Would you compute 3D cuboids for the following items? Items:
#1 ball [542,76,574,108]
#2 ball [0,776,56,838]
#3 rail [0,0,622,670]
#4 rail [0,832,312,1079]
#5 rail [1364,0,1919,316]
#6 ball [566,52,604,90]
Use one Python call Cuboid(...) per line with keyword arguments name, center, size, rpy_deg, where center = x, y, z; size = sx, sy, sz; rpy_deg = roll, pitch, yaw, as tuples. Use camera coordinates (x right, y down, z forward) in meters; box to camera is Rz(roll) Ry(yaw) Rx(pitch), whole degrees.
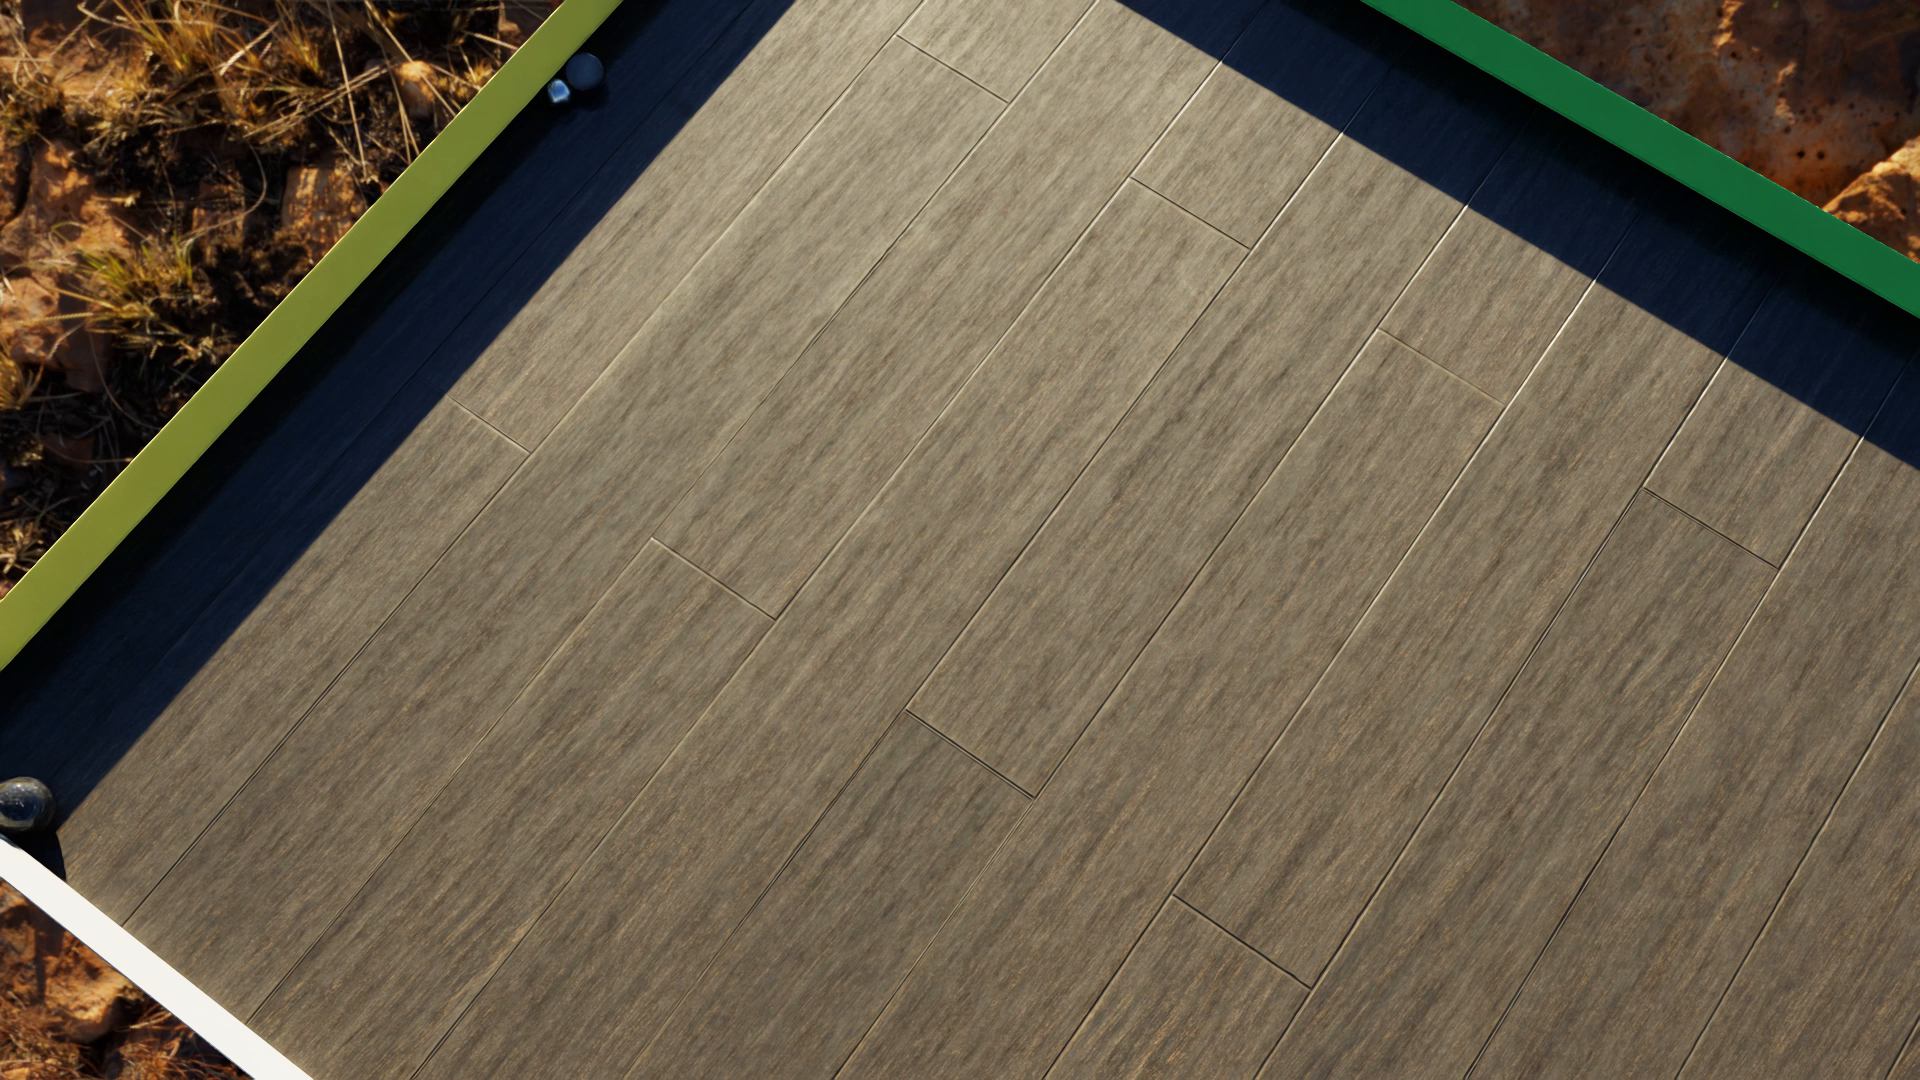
Cuboid(name="ball", center=(-0.698, -0.777, 3.816), size=(0.054, 0.054, 0.054), rpy_deg=(0, 68, 0))
Cuboid(name="ball", center=(-1.414, 0.403, 3.314), size=(0.093, 0.093, 0.093), rpy_deg=(0, 68, 0))
Cuboid(name="rail", center=(-0.885, -0.599, 3.706), size=(0.045, 0.121, 2.548), rpy_deg=(34, 72, 13))
Cuboid(name="rail", center=(0.177, 1.529, 2.841), size=(4.449, 0.121, 0.045), rpy_deg=(34, 72, 13))
Cuboid(name="rail", center=(1.632, -0.355, 3.607), size=(4.449, 0.121, 0.045), rpy_deg=(34, 72, 13))
Cuboid(name="ball", center=(-0.653, -0.815, 3.825), size=(0.066, 0.066, 0.066), rpy_deg=(0, 68, 0))
